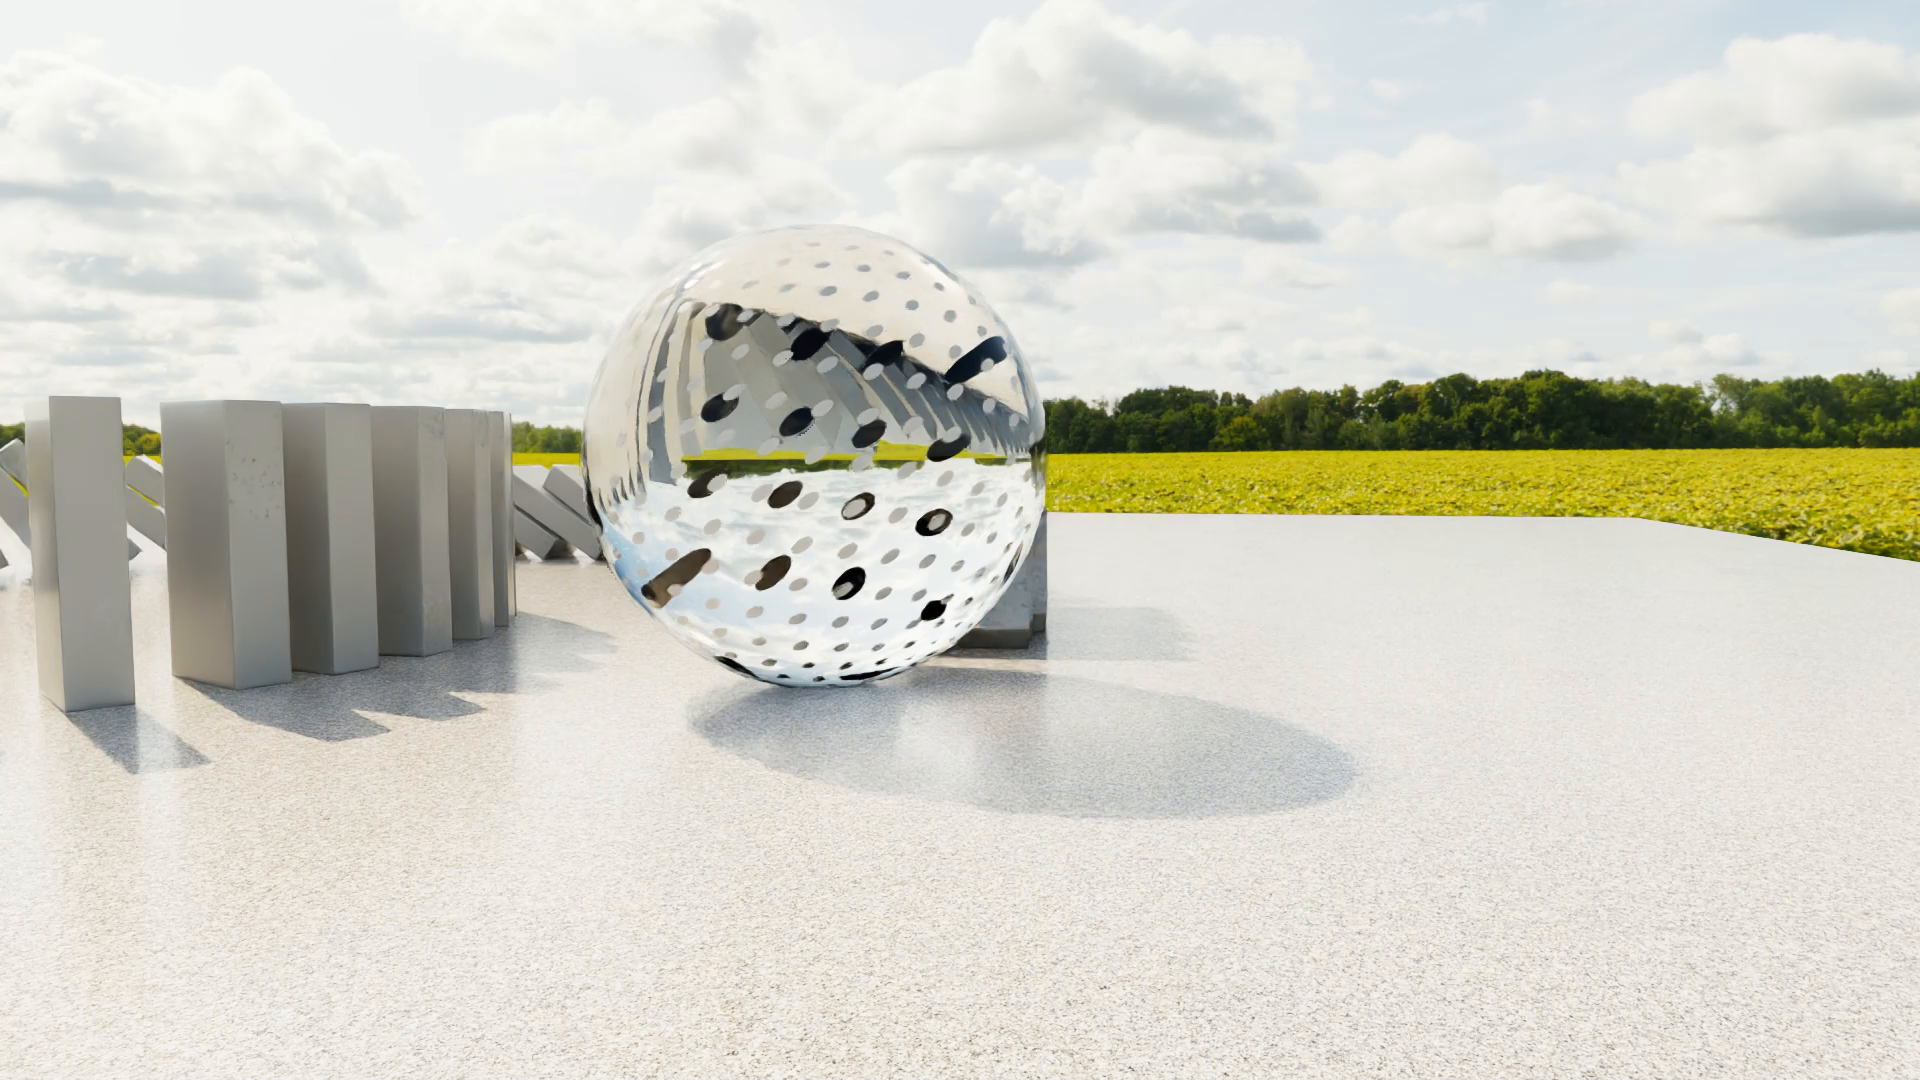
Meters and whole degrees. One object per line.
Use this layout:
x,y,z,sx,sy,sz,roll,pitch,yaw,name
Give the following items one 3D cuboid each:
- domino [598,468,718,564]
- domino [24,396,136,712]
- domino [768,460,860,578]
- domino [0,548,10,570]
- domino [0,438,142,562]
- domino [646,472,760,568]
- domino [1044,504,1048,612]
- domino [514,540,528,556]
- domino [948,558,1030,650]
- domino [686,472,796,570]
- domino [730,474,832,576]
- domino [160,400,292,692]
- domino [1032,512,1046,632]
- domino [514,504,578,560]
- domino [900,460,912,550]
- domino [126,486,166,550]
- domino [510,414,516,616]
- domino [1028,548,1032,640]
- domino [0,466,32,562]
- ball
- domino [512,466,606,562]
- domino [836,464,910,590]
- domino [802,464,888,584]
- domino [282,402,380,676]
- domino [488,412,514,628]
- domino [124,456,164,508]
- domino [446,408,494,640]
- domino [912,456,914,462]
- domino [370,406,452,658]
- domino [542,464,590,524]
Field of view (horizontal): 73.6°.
-0.107,-0.010,0.471,0.050,0.010,0.025,37,23,26,domino
-0.147,0.002,0.214,0.010,0.050,0.025,-4,6,-43,domino
-0.041,-0.008,0.422,0.025,0.009,0.050,-1,38,-39,domino
-0.323,-0.013,0.406,0.025,0.050,0.009,4,29,39,domino
-0.301,-0.012,0.433,0.025,0.050,0.009,5,47,51,domino
-0.087,-0.008,0.460,0.050,0.009,0.025,37,25,31,domino
0.009,-0.005,0.321,0.025,0.050,0.009,0,-31,2,domino
-0.187,-0.012,0.482,0.050,0.009,0.025,35,6,1,domino
0.002,-0.001,0.275,0.025,0.050,0.009,0,-31,2,domino
-0.071,-0.007,0.449,0.025,0.009,0.050,-2,33,-48,domino
-0.054,-0.006,0.435,0.025,0.009,0.050,-4,34,-42,domino
-0.132,0.000,0.230,0.025,0.050,0.009,3,5,36,domino
0.007,-0.003,0.298,0.025,0.050,0.010,0,-31,2,domino
-0.168,-0.012,0.483,0.050,0.010,0.025,35,9,5,domino
-0.003,-0.005,0.377,0.025,0.010,0.050,0,40,-10,domino
-0.288,-0.011,0.446,0.050,0.009,0.025,47,-21,-27,domino
-0.123,-0.006,0.315,0.025,0.050,0.009,-2,5,-26,domino
0.003,-0.002,0.287,0.025,0.050,0.009,0,-31,2,domino
-0.313,-0.012,0.420,0.025,0.050,0.009,4,39,45,domino
-0.024,-0.014,0.223,0.080,0.080,0.080,0,4,0,ball
-0.147,-0.011,0.481,0.050,0.009,0.025,33,12,11,domino
-0.017,-0.005,0.393,0.025,0.009,0.050,-2,39,-29,domino
-0.028,-0.006,0.408,0.025,0.009,0.050,-2,38,-34,domino
-0.124,-0.001,0.243,0.025,0.050,0.010,2,5,26,domino
-0.118,-0.005,0.299,0.025,0.050,0.010,-1,4,-11,domino
-0.272,-0.011,0.458,0.050,0.009,0.025,40,-13,-23,domino
-0.116,-0.003,0.280,0.025,0.050,0.009,0,4,-1,domino
0.002,-0.006,0.361,0.025,0.050,0.009,-1,-37,-10,domino
-0.118,-0.002,0.261,0.025,0.050,0.009,1,4,11,domino
-0.128,-0.011,0.478,0.050,0.009,0.025,35,15,18,domino
